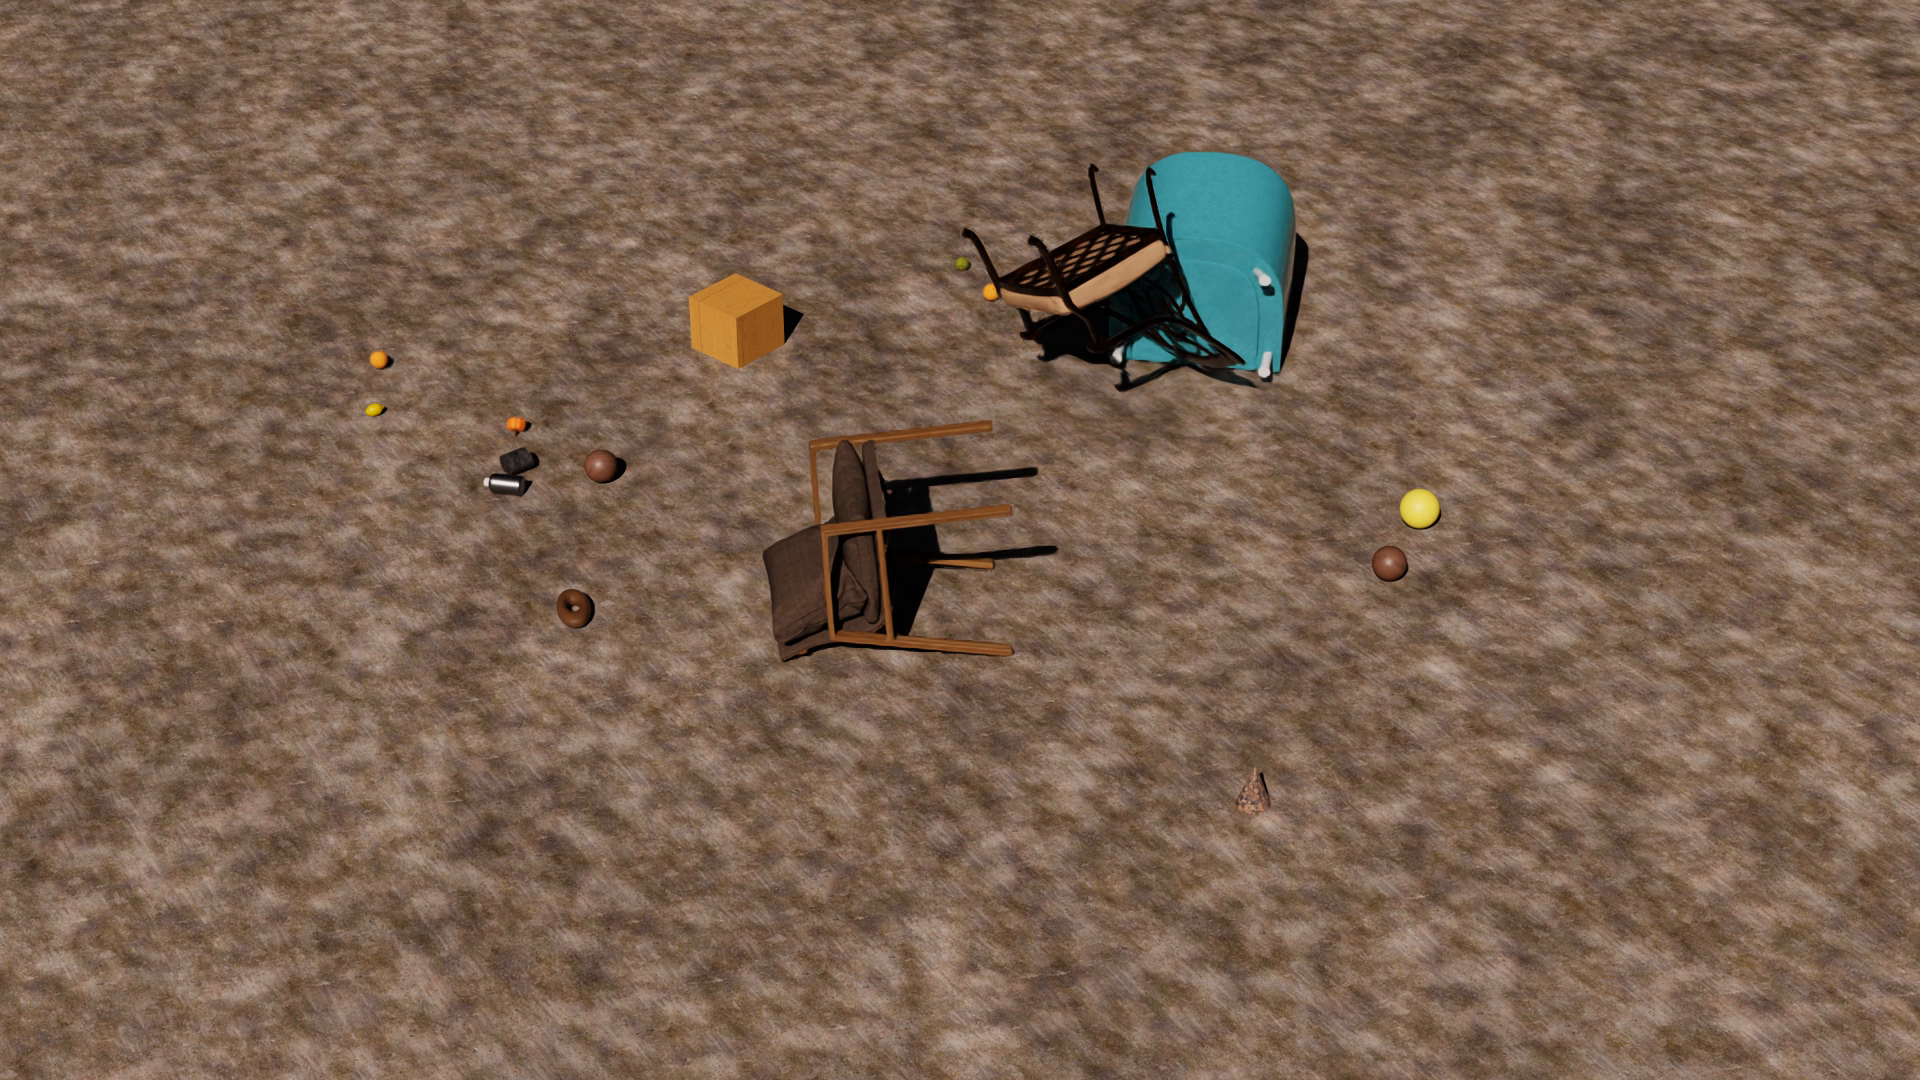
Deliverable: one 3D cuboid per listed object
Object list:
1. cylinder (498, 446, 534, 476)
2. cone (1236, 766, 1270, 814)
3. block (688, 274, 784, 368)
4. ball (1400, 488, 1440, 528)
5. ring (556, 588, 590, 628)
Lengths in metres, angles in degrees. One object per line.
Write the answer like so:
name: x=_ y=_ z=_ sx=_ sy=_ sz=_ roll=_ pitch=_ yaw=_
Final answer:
cylinder: x=-1.714 y=-0.304 z=11.337 sx=0.096 sy=0.075 sz=0.096 roll=38 pitch=63 yaw=18
cone: x=0.962 y=0.800 z=9.587 sx=0.118 sy=0.158 sz=0.105 roll=-3 pitch=34 yaw=-5
block: x=-0.921 y=-0.904 z=12.100 sx=0.273 sy=0.238 sz=0.271 roll=26 pitch=41 yaw=33
ball: x=1.723 y=-0.118 z=10.986 sx=0.150 sy=0.150 sz=0.150 roll=0 pitch=33 yaw=0
ring: x=-1.387 y=0.245 z=10.525 sx=0.122 sy=0.053 sz=0.222 roll=-9 pitch=34 yaw=-11
